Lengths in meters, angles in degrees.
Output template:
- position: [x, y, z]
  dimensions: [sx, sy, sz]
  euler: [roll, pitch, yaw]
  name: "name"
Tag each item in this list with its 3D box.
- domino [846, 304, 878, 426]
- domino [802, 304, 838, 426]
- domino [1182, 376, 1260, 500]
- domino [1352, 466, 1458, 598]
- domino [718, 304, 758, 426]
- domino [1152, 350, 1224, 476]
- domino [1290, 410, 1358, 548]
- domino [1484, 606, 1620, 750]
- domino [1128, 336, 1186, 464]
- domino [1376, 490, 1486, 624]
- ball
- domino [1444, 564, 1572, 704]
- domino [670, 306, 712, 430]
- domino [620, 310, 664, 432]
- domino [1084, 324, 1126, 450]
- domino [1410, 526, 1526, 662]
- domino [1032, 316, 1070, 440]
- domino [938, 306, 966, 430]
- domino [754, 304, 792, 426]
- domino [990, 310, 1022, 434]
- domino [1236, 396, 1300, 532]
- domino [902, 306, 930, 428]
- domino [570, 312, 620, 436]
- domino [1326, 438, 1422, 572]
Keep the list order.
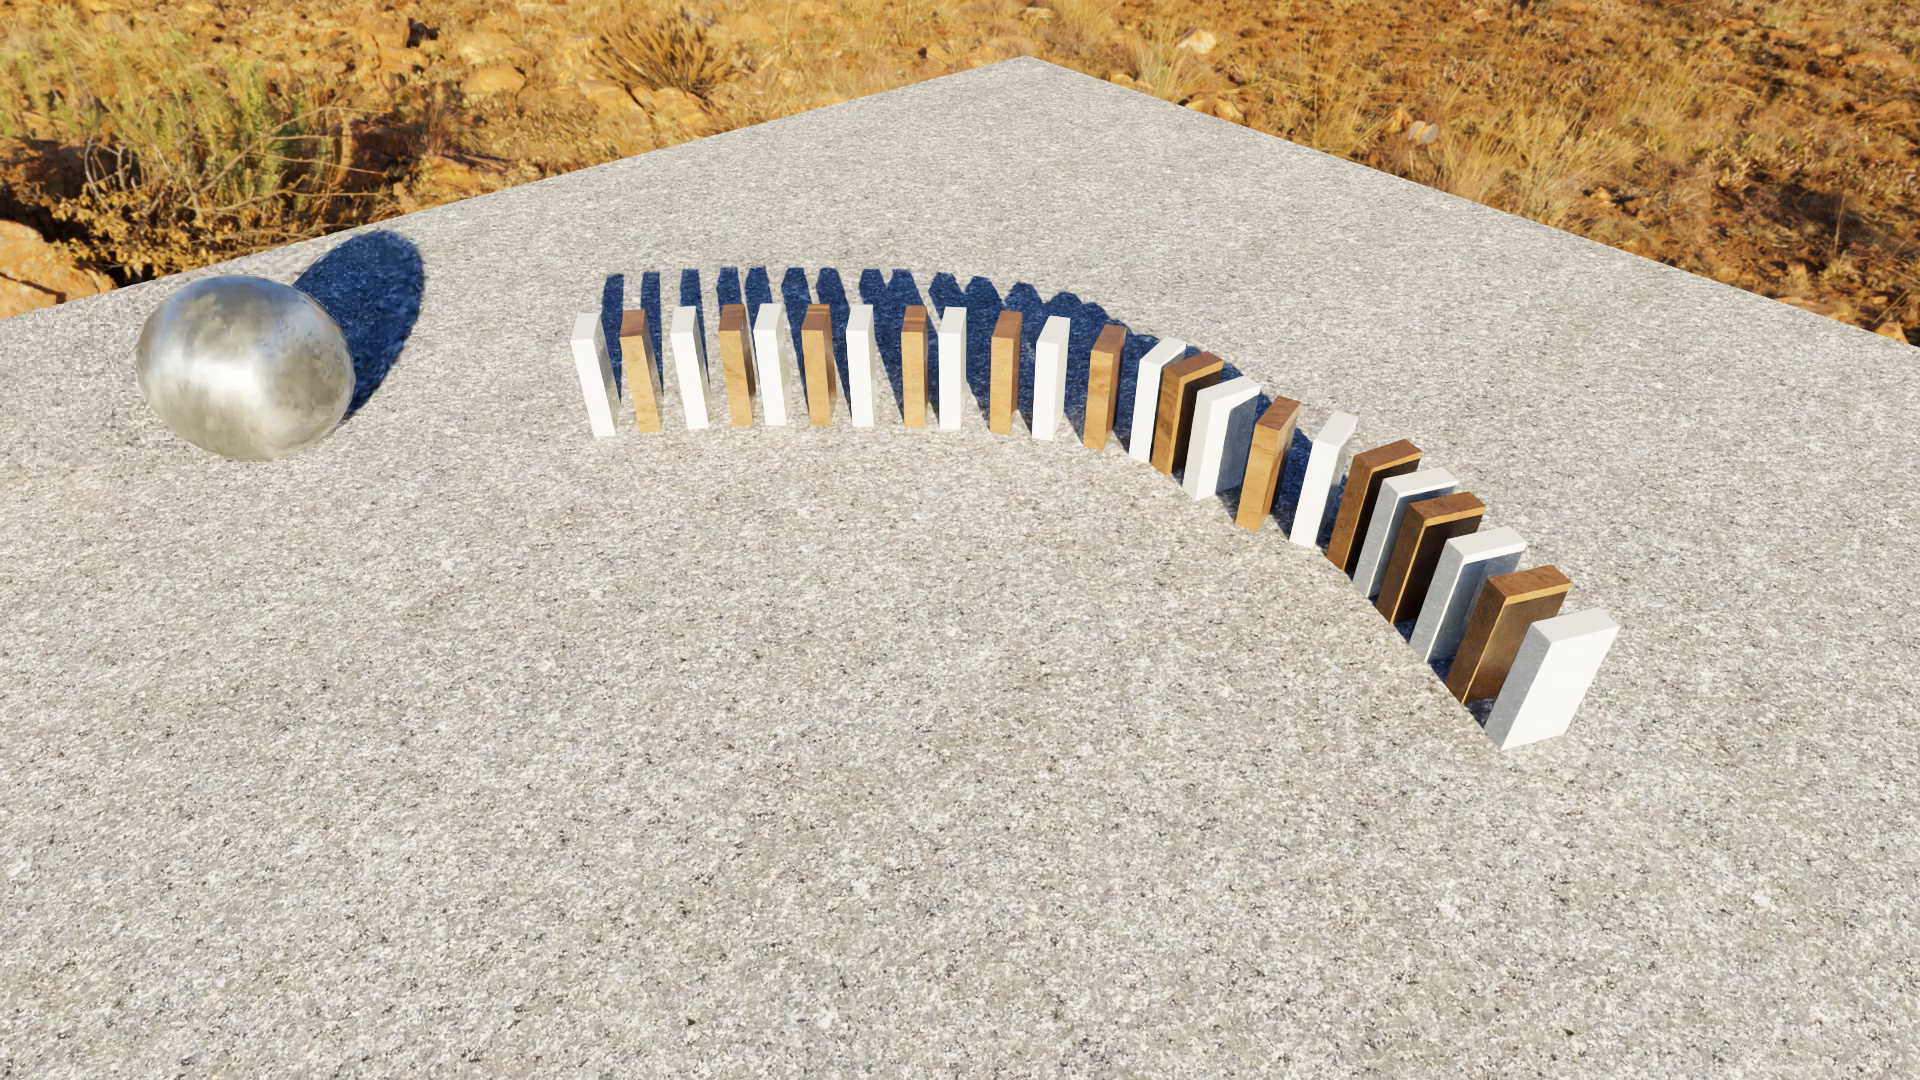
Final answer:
- position: [-0.045, -0.081, 0.510]
  dimensions: [0.009, 0.050, 0.025]
  euler: [1, 39, 1]
  name: "domino"
- position: [-0.065, -0.081, 0.510]
  dimensions: [0.009, 0.050, 0.025]
  euler: [1, 39, 1]
  name: "domino"
- position: [0.110, -0.042, 0.463]
  dimensions: [0.025, 0.050, 0.009]
  euler: [-20, 43, -22]
  name: "domino"
- position: [0.167, -0.003, 0.415]
  dimensions: [0.025, 0.050, 0.009]
  euler: [-12, 41, -14]
  name: "domino"
- position: [-0.103, -0.081, 0.510]
  dimensions: [0.010, 0.050, 0.025]
  euler: [-2, 39, -3]
  name: "domino"
- position: [0.099, -0.055, 0.478]
  dimensions: [0.025, 0.050, 0.010]
  euler: [-24, 45, -26]
  name: "domino"
- position: [0.146, -0.024, 0.441]
  dimensions: [0.009, 0.050, 0.025]
  euler: [22, 44, 24]
  name: "domino"
- position: [0.191, 0.045, 0.356]
  dimensions: [0.025, 0.050, 0.009]
  euler: [-11, 41, -13]
  name: "domino"
- position: [0.087, -0.062, 0.487]
  dimensions: [0.009, 0.050, 0.025]
  euler: [23, 45, 26]
  name: "domino"
- position: [0.172, 0.007, 0.403]
  dimensions: [0.025, 0.050, 0.010]
  euler: [-11, 41, -13]
  name: "domino"
- position: [-0.309, -0.075, 0.479]
  dimensions: [0.080, 0.080, 0.080]
  euler: [0, 39, 0]
  name: "ball"
- position: [0.184, 0.032, 0.372]
  dimensions: [0.025, 0.050, 0.010]
  euler: [-11, 41, -13]
  name: "domino"
- position: [-0.124, -0.079, 0.508]
  dimensions: [0.009, 0.050, 0.025]
  euler: [-5, 40, -6]
  name: "domino"
- position: [-0.146, -0.077, 0.506]
  dimensions: [0.010, 0.050, 0.025]
  euler: [-6, 40, -7]
  name: "domino"
- position: [0.065, -0.068, 0.495]
  dimensions: [0.010, 0.050, 0.025]
  euler: [13, 41, 15]
  name: "domino"
- position: [0.178, 0.020, 0.388]
  dimensions: [0.025, 0.050, 0.009]
  euler: [-11, 41, -14]
  name: "domino"
- position: [0.041, -0.073, 0.501]
  dimensions: [0.009, 0.050, 0.025]
  euler: [10, 40, 12]
  name: "domino"
- position: [-0.003, -0.079, 0.508]
  dimensions: [0.010, 0.050, 0.025]
  euler: [4, 39, 5]
  name: "domino"
- position: [-0.086, -0.081, 0.511]
  dimensions: [0.009, 0.050, 0.025]
  euler: [0, 39, 0]
  name: "domino"
- position: [0.021, -0.077, 0.505]
  dimensions: [0.009, 0.050, 0.025]
  euler: [7, 40, 9]
  name: "domino"
- position: [0.126, -0.031, 0.449]
  dimensions: [0.009, 0.050, 0.025]
  euler: [22, 44, 25]
  name: "domino"
- position: [-0.020, -0.080, 0.509]
  dimensions: [0.010, 0.050, 0.025]
  euler: [2, 39, 3]
  name: "domino"
- position: [-0.166, -0.075, 0.504]
  dimensions: [0.009, 0.050, 0.025]
  euler: [-5, 40, -6]
  name: "domino"
- position: [0.160, -0.013, 0.428]
  dimensions: [0.025, 0.050, 0.010]
  euler: [-18, 42, -20]
  name: "domino"
